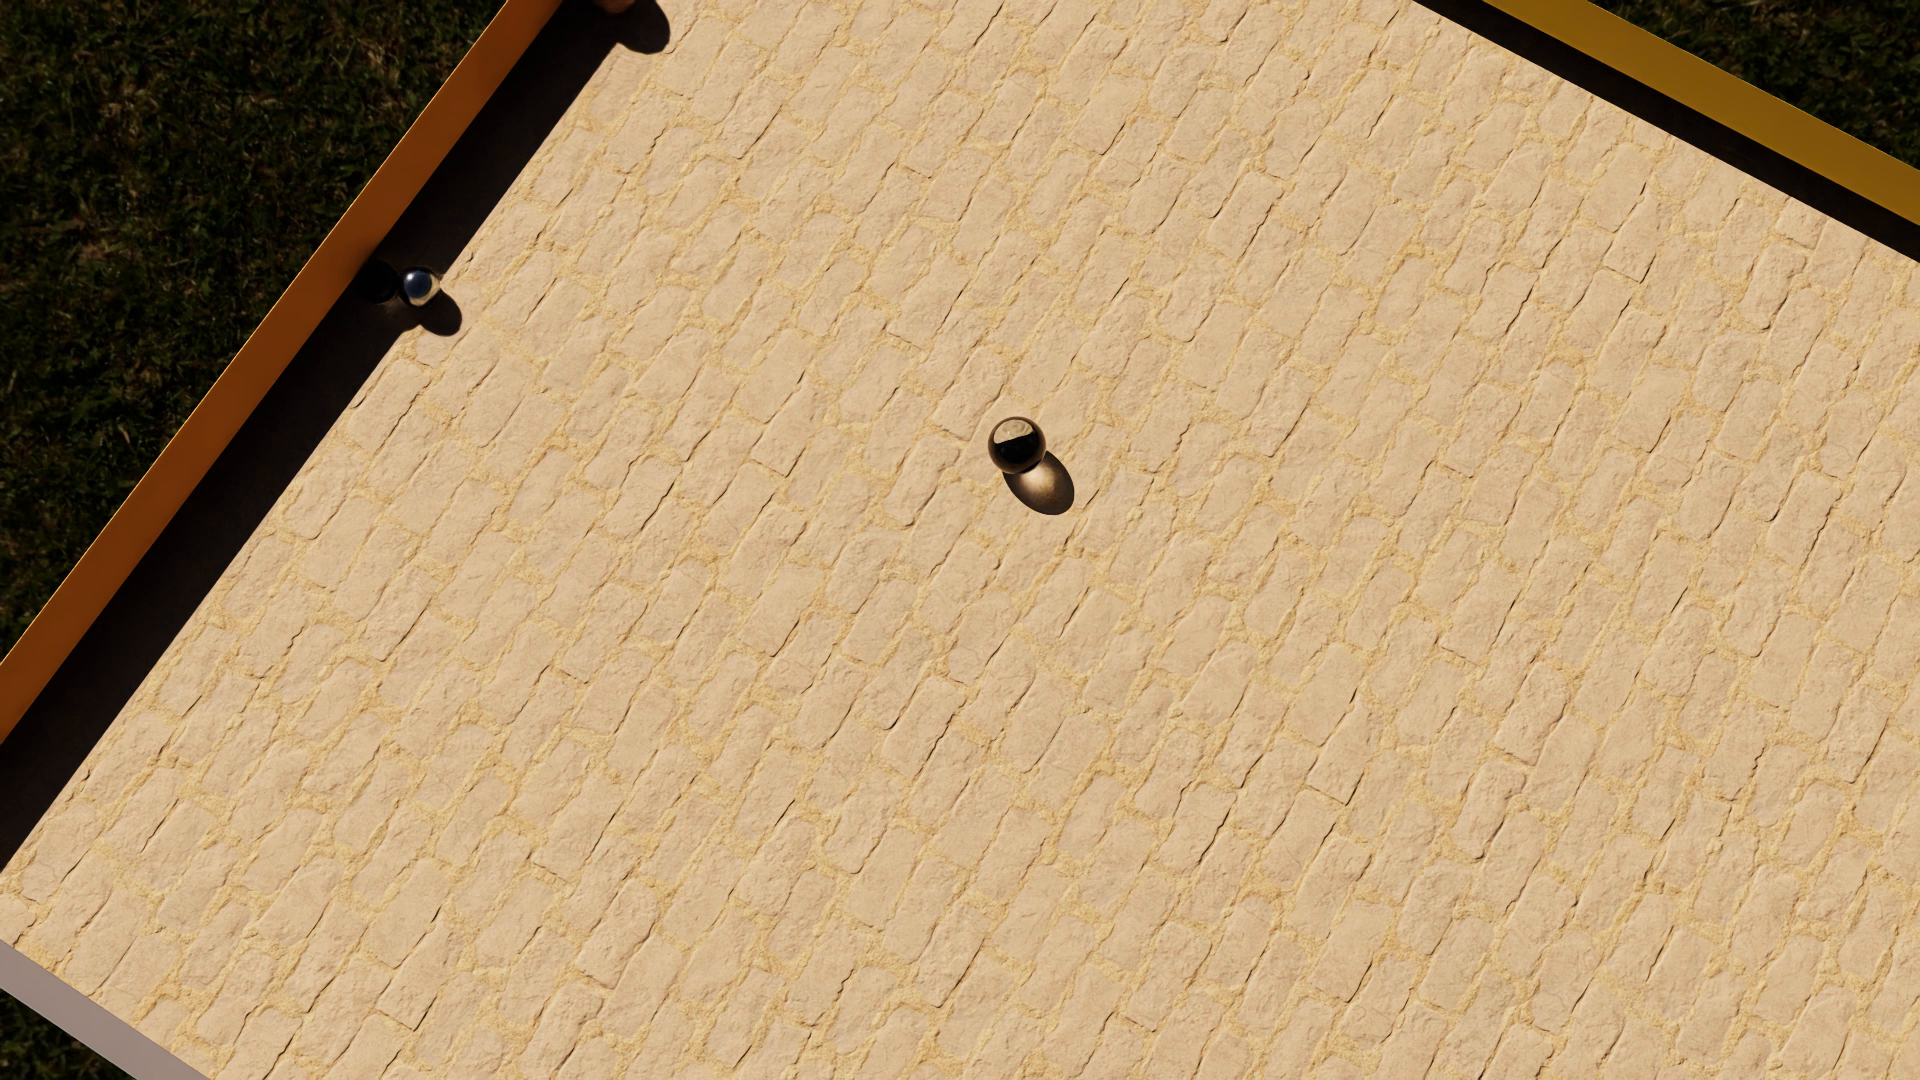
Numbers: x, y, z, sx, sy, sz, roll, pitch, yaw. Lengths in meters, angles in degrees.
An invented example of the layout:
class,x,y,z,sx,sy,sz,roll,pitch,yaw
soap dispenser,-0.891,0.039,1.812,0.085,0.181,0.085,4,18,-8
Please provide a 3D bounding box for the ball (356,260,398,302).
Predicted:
class,x,y,z,sx,sy,sz,roll,pitch,yaw
ball,-0.934,-0.414,3.522,0.067,0.067,0.067,0,73,0

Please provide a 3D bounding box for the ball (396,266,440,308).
class,x,y,z,sx,sy,sz,roll,pitch,yaw
ball,-0.867,-0.405,3.520,0.067,0.067,0.067,0,73,0

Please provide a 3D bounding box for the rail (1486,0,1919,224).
class,x,y,z,sx,sy,sz,roll,pitch,yaw
rail,1.594,-0.497,3.518,4.371,0.125,0.045,30,75,9

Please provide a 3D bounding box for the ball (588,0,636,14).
class,x,y,z,sx,sy,sz,roll,pitch,yaw
ball,-0.581,-0.927,3.669,0.096,0.096,0.096,0,73,0

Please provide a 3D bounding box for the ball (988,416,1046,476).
class,x,y,z,sx,sy,sz,roll,pitch,yaw
ball,0.089,-0.147,3.425,0.092,0.092,0.092,0,73,0

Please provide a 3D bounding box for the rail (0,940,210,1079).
class,x,y,z,sx,sy,sz,roll,pitch,yaw
rail,0.271,1.568,2.867,4.371,0.125,0.045,30,75,9

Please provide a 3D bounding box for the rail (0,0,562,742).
class,x,y,z,sx,sy,sz,roll,pitch,yaw
rail,-0.912,-0.539,3.531,0.045,0.125,2.585,30,75,9
